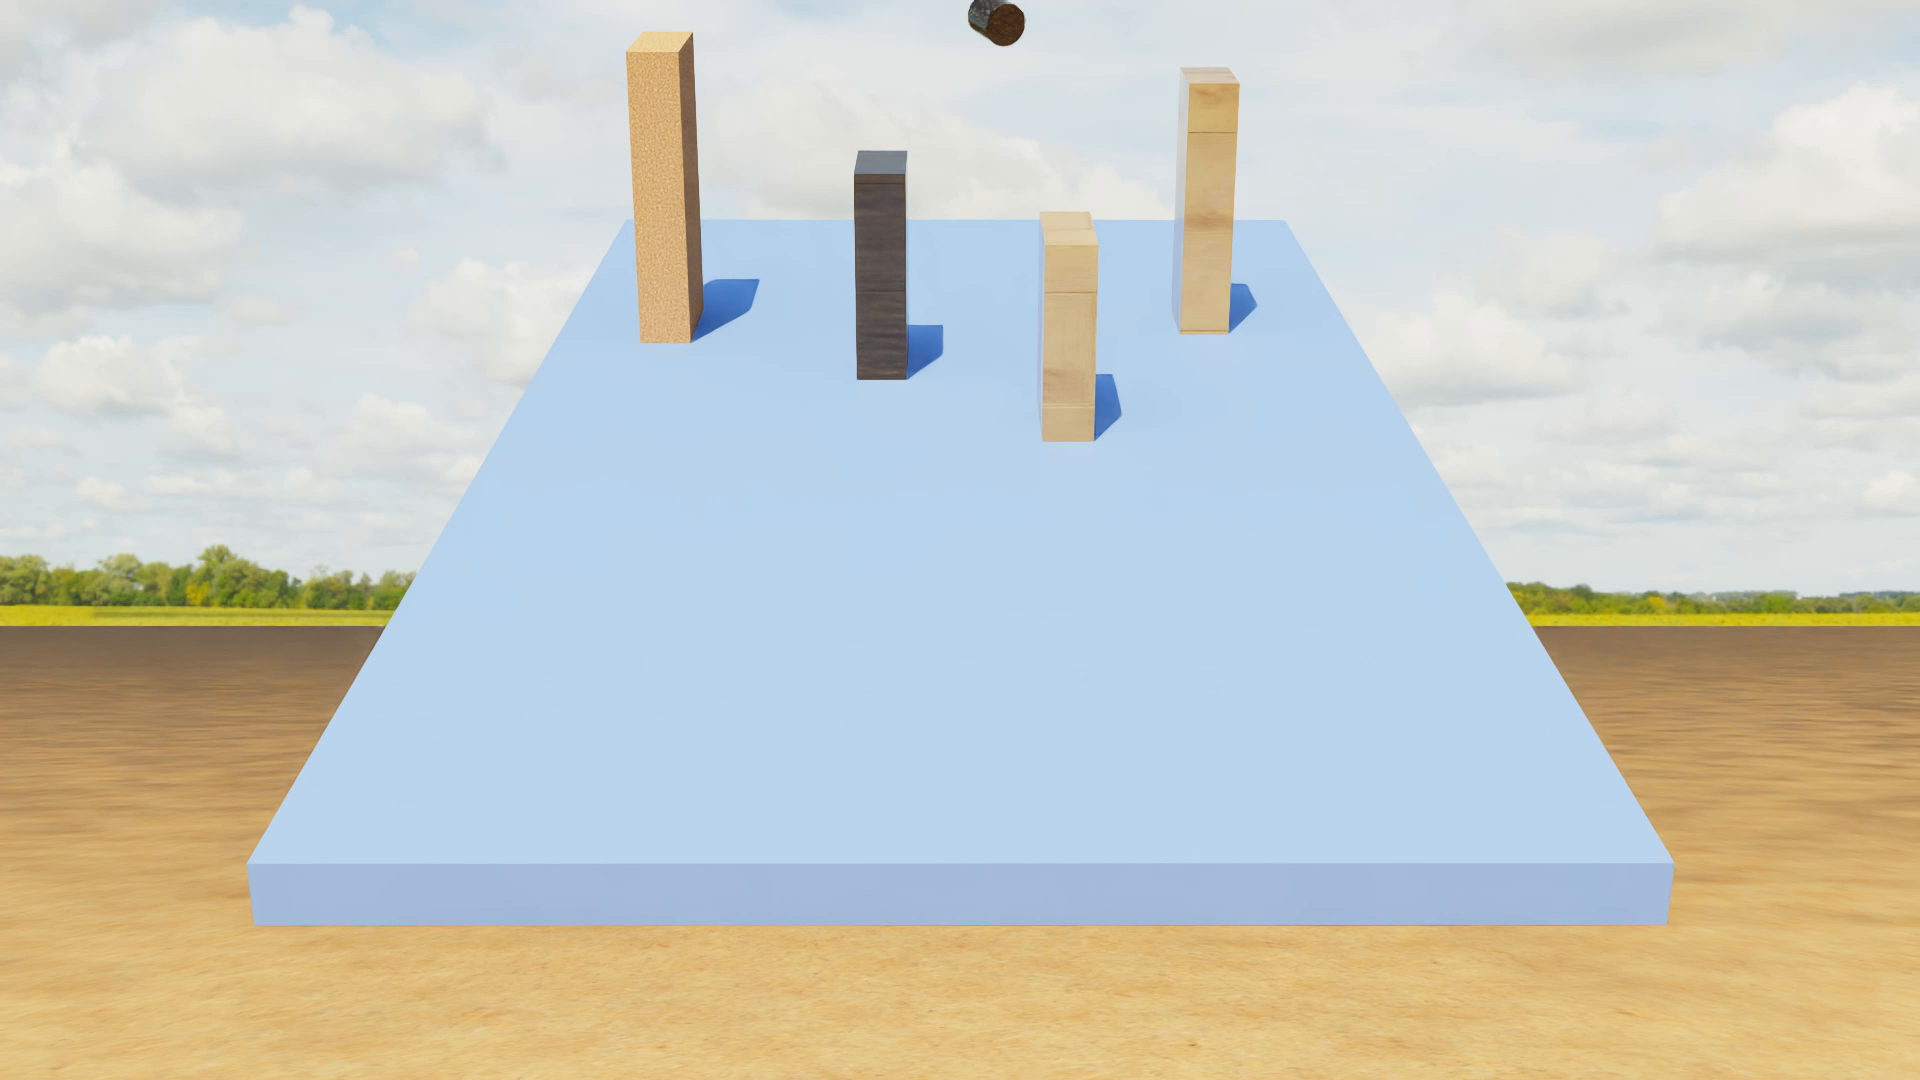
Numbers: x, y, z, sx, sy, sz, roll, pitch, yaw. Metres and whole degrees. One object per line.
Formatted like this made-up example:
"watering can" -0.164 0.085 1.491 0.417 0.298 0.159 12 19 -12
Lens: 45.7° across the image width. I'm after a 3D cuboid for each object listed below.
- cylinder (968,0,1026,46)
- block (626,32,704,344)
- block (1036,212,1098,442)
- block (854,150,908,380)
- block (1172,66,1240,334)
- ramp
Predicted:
"cylinder" 0.106 -1.510 6.613 0.125 0.125 0.125 1 26 -29
"block" -0.730 -0.880 5.678 0.124 0.715 0.331 0 21 0
"block" 0.234 -0.473 5.008 0.112 0.434 0.320 0 21 0
"block" -0.184 -0.653 5.402 0.118 0.489 0.272 0 21 0
"block" 0.614 -0.853 5.734 0.122 0.628 0.241 0 21 0
"ramp" -0.006 -0.214 5.079 2.000 0.100 4.000 0 21 0
